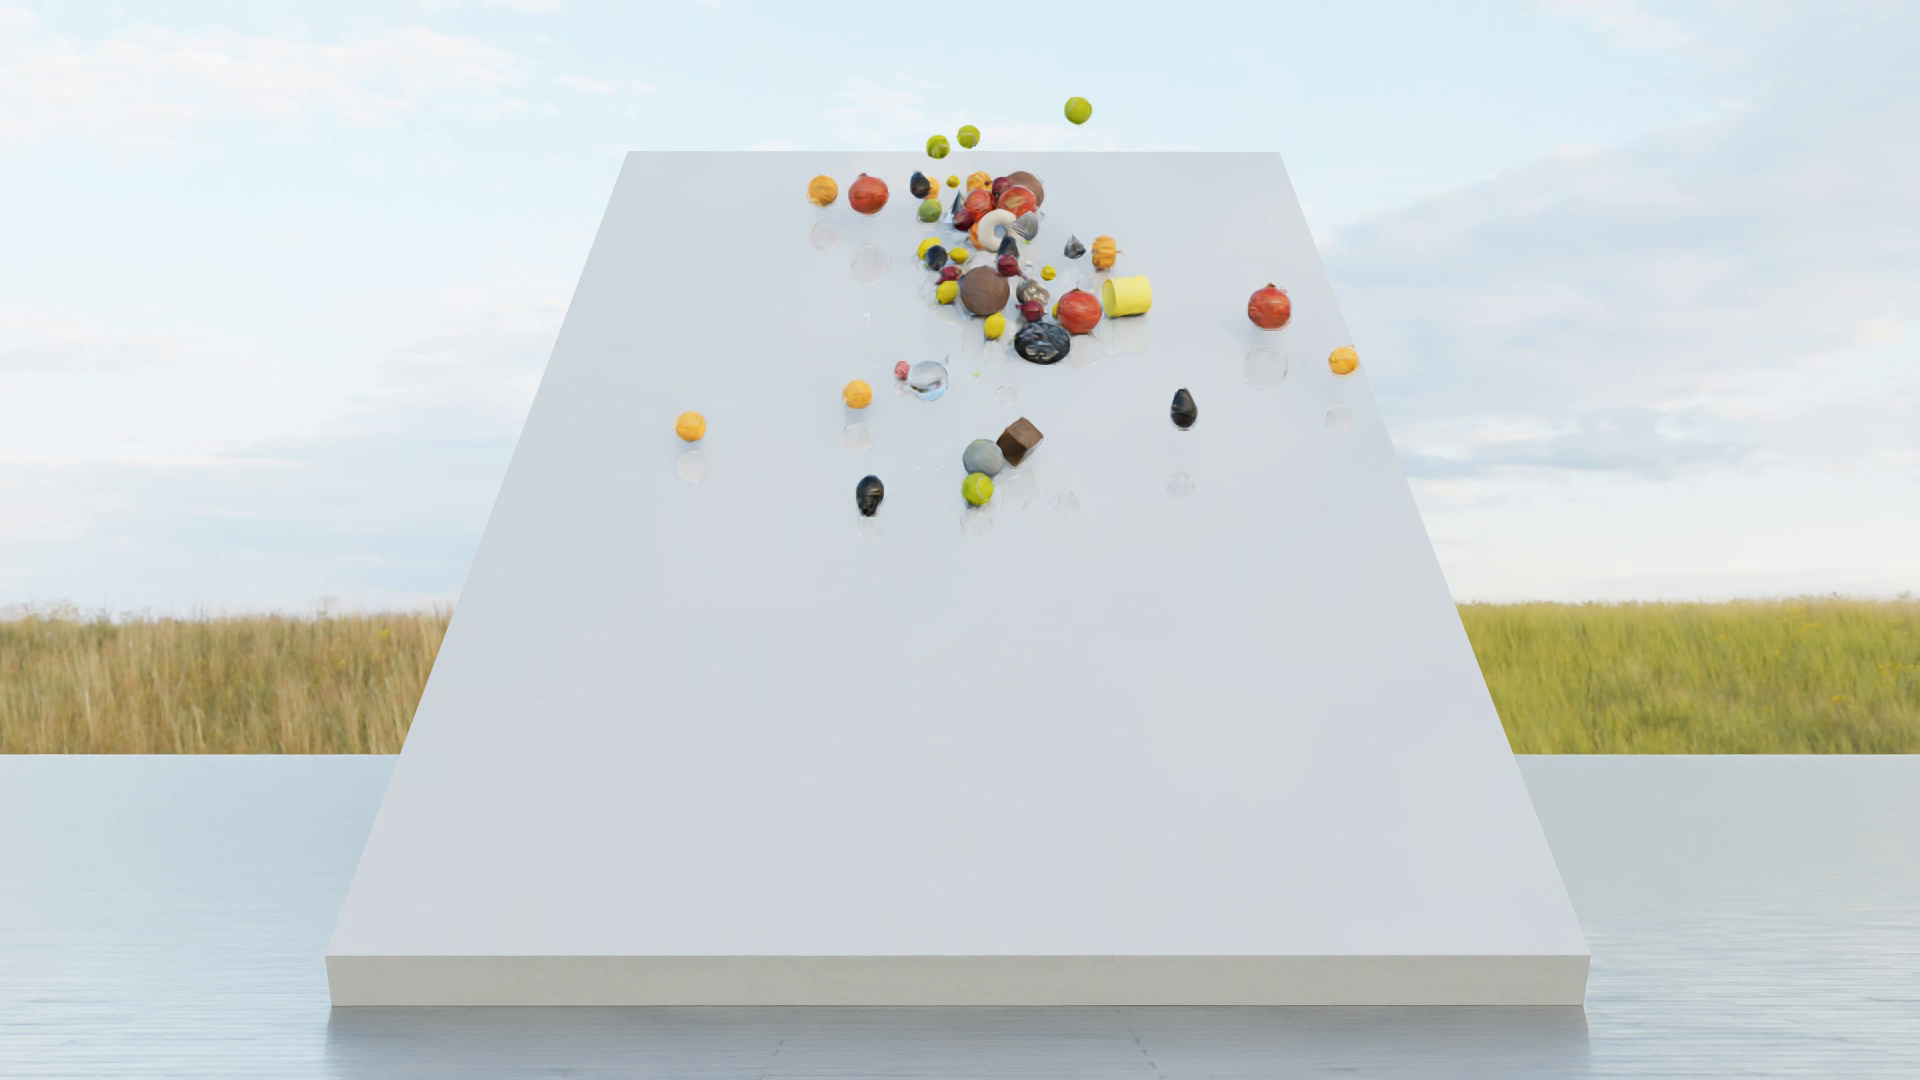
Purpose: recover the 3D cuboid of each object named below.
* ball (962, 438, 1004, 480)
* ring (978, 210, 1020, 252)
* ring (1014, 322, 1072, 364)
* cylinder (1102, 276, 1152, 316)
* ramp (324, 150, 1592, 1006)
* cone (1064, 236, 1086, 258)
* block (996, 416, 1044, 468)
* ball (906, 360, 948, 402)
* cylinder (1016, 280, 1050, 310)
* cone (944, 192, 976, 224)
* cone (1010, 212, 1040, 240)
[{"bbox_3d":[0.051,-0.178,5.257,0.091,0.091,0.091,0,-5,0],"label":"ball"},{"bbox_3d":[0.102,-0.809,6.237,0.118,0.118,0.039,2,25,-17],"label":"ring"},{"bbox_3d":[0.203,-0.485,5.874,0.143,0.143,0.048,3,-50,-3],"label":"ring"},{"bbox_3d":[0.428,-0.626,6.106,0.098,0.098,0.098,-8,-3,-17],"label":"cylinder"},{"bbox_3d":[-0.011,-0.225,5.552,2.000,0.100,4.000,0,28,0],"label":"ramp"},{"bbox_3d":[0.307,-0.805,6.444,0.061,0.061,0.061,-3,-34,-2],"label":"cone"},{"bbox_3d":[0.130,-0.218,5.297,0.069,0.069,0.069,-38,-10,-43],"label":"block"},{"bbox_3d":[-0.075,-0.370,5.524,0.097,0.097,0.097,0,-5,0],"label":"ball"},{"bbox_3d":[0.186,-0.632,6.128,0.070,0.070,0.070,1,15,-16],"label":"cylinder"},{"bbox_3d":[-0.001,-0.944,6.714,0.088,0.088,0.088,-1,19,0],"label":"cone"},{"bbox_3d":[0.146,-0.778,5.883,0.071,0.071,0.071,-3,-2,-42],"label":"cone"}]
